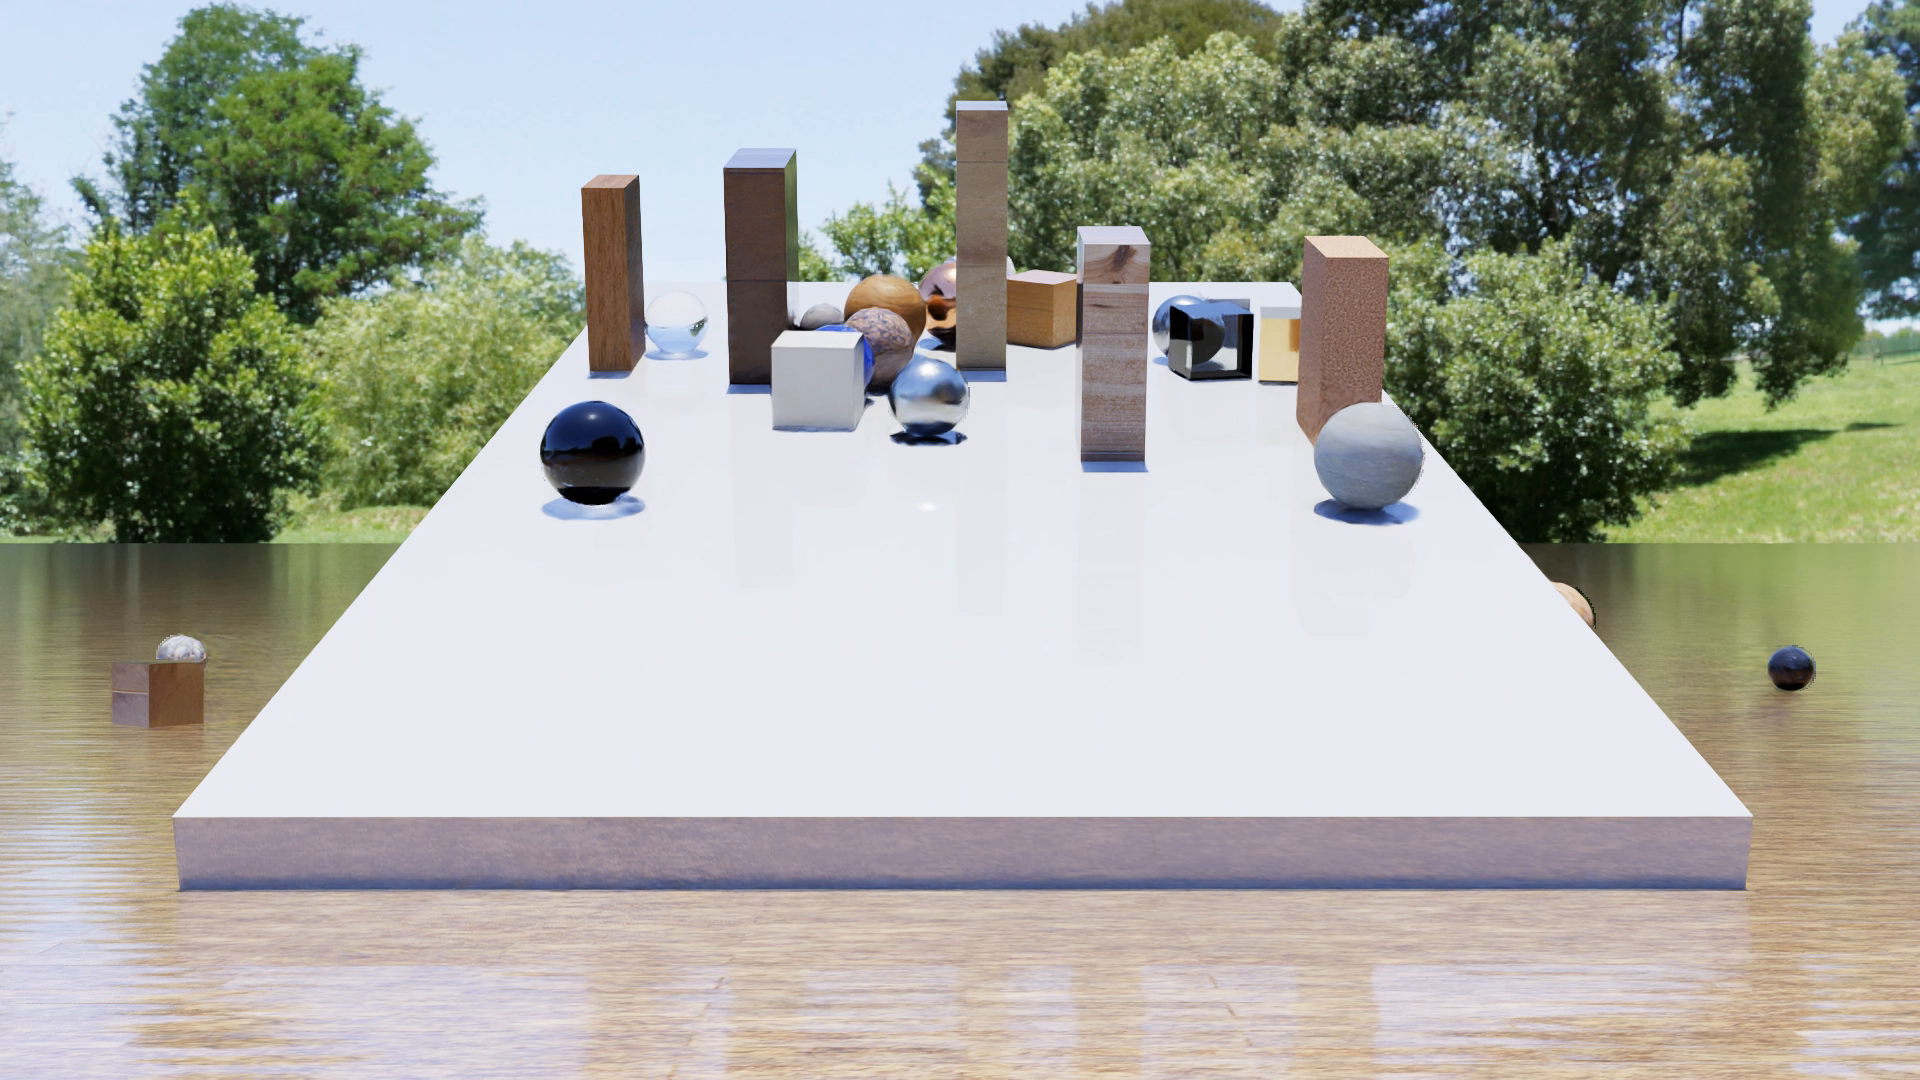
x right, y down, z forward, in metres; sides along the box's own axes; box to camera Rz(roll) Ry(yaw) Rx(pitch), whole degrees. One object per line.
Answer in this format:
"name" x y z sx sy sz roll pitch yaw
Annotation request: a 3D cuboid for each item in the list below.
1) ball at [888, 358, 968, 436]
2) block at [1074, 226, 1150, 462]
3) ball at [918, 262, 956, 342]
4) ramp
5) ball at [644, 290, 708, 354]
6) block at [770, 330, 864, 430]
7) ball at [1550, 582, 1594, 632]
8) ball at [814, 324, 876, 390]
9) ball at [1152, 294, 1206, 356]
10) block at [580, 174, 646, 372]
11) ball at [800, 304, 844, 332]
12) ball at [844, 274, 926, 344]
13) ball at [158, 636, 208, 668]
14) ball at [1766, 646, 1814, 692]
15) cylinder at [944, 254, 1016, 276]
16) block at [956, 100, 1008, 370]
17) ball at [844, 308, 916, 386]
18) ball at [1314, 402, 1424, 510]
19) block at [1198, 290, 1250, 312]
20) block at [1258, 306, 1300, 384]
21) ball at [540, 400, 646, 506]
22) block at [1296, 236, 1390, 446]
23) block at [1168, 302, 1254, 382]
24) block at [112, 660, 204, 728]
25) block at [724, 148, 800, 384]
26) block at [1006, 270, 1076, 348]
"ball" -0.068 -0.306 4.735 0.170 0.170 0.170 0 0 0
"block" 0.314 -0.410 4.599 0.132 0.448 0.241 0 16 0
"ball" -0.013 -0.614 5.721 0.208 0.208 0.208 0 0 0
"ramp" -0.002 -0.164 4.730 2.000 0.100 4.000 0 16 0
"ball" -0.716 -0.551 5.585 0.162 0.162 0.162 0 0 0
"block" -0.312 -0.355 4.885 0.180 0.180 0.180 1 16 4
"ball" 1.401 0.202 5.257 0.208 0.208 0.208 0 0 0
"ball" -0.283 -0.404 5.056 0.178 0.178 0.178 0 0 0
"ball" 0.559 -0.529 5.511 0.164 0.164 0.164 0 0 0
"block" -0.852 -0.662 5.459 0.103 0.446 0.265 0 16 0
"ball" -0.345 -0.539 5.616 0.123 0.123 0.123 0 0 0
"ball" -0.189 -0.563 5.545 0.209 0.209 0.209 0 0 0
"ball" -2.395 0.367 6.810 0.146 0.146 0.146 0 0 0
"ball" 2.421 0.376 6.447 0.129 0.129 0.129 0 0 0
"cylinder" 0.051 -0.712 6.140 0.160 0.160 0.160 -7 3 -22
"block" 0.052 -0.748 5.432 0.122 0.628 0.241 0 16 0
"ball" -0.199 -0.455 5.214 0.187 0.187 0.187 0 0 0
"ball" 0.771 -0.159 4.175 0.203 0.203 0.203 0 0 0
"block" 0.690 -0.584 5.783 0.116 0.116 0.116 -1 16 -3
"block" 0.799 -0.470 5.323 0.156 0.156 0.156 2 16 7
"ball" -0.696 -0.164 4.196 0.200 0.200 0.200 0 0 0
"block" 0.810 -0.421 4.706 0.129 0.409 0.293 0 16 0
"block" 0.608 -0.482 5.365 0.156 0.156 0.156 -4 17 -14
"block" -1.930 0.368 5.321 0.149 0.149 0.149 0 0 36
"block" -0.477 -0.672 5.378 0.142 0.512 0.408 0 16 0
"block" 0.217 -0.603 5.759 0.165 0.165 0.165 11 20 33
